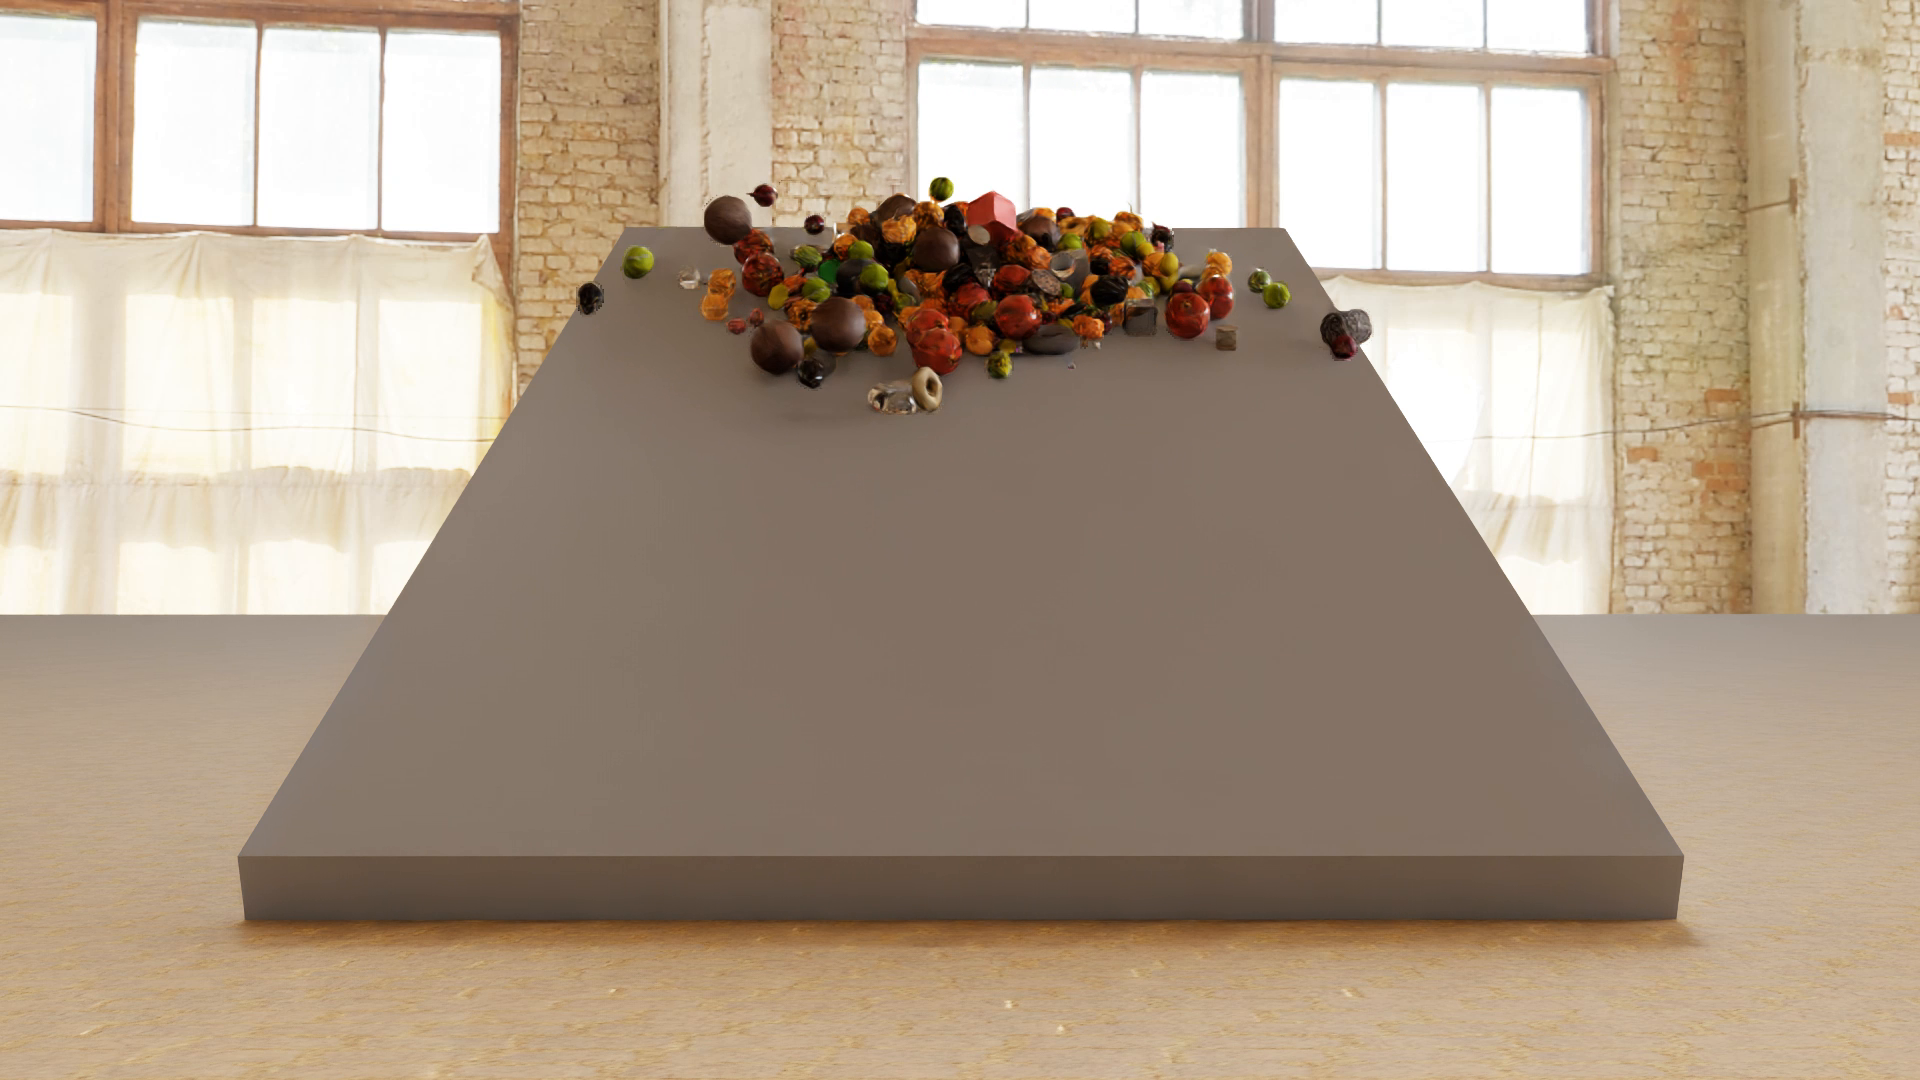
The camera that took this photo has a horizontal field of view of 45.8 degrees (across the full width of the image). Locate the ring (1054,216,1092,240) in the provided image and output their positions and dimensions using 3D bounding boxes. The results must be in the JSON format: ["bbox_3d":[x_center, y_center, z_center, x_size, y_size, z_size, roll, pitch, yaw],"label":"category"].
[{"bbox_3d":[0.323,-0.890,6.488,0.105,0.035,0.105,-8,35,5],"label":"ring"}]

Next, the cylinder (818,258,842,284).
[{"bbox_3d":[-0.356,-0.739,6.239,0.057,0.057,0.057,0,20,14],"label":"cylinder"}]

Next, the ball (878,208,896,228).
[{"bbox_3d":[-0.206,-0.913,6.417,0.056,0.056,0.056,0,-2,0],"label":"ball"}]

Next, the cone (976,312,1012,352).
[{"bbox_3d":[0.085,-0.523,5.605,0.092,0.092,0.092,0,20,0],"label":"cone"}]

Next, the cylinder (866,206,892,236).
[{"bbox_3d":[-0.226,-0.955,6.792,0.078,0.078,0.078,-1,18,27],"label":"cylinder"}]

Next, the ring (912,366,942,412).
[{"bbox_3d":[-0.074,-0.336,5.063,0.034,0.102,0.102,-11,-7,30],"label":"ring"}]

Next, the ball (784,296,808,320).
[{"bbox_3d":[-0.424,-0.599,5.853,0.061,0.061,0.061,0,-2,0],"label":"ball"}]

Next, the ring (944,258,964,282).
[{"bbox_3d":[-0.011,-0.740,6.226,0.025,0.076,0.076,-48,21,-22],"label":"ring"}]

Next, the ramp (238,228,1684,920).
[{"bbox_3d":[-0.005,-0.209,5.031,2.000,0.100,4.000,0,20,0],"label":"ramp"}]

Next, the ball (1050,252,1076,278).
[{"bbox_3d":[0.271,-0.725,5.977,0.070,0.070,0.070,0,-2,0],"label":"ball"}]

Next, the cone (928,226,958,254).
[{"bbox_3d":[-0.063,-0.819,6.146,0.080,0.080,0.080,-1,-6,40],"label":"cone"}]

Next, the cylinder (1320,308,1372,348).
[{"bbox_3d":[0.953,-0.521,5.602,0.088,0.088,0.088,-12,5,-32],"label":"cylinder"}]

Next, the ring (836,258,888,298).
[{"bbox_3d":[-0.255,-0.681,5.904,0.137,0.046,0.137,4,-32,2],"label":"ring"}]

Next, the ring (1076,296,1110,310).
[{"bbox_3d":[0.350,-0.625,5.967,0.087,0.029,0.087,4,13,-1],"label":"ring"}]

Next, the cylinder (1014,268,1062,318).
[{"bbox_3d":[0.200,-0.640,5.873,0.090,0.090,0.090,1,-37,-37],"label":"cylinder"}]

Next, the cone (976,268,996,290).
[{"bbox_3d":[0.066,-0.654,5.732,0.054,0.054,0.054,-7,13,2],"label":"cone"}]

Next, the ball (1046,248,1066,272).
[{"bbox_3d":[0.273,-0.778,6.327,0.071,0.071,0.071,0,-2,0],"label":"ball"}]

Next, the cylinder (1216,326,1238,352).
[{"bbox_3d":[0.656,-0.498,5.596,0.052,0.052,0.052,0,20,0],"label":"cylinder"}]

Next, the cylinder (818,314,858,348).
[{"bbox_3d":[-0.301,-0.518,5.611,0.076,0.076,0.076,8,1,15],"label":"cylinder"}]

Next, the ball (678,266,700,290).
[{"bbox_3d":[-0.732,-0.710,6.152,0.060,0.060,0.060,0,-2,0],"label":"ball"}]

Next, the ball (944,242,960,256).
[{"bbox_3d":[-0.029,-0.803,6.211,0.055,0.055,0.055,0,-2,0],"label":"ball"}]

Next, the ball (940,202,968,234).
[{"bbox_3d":[-0.012,-0.930,6.569,0.095,0.095,0.095,0,-2,0],"label":"ball"}]

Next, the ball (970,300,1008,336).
[{"bbox_3d":[0.074,-0.553,5.683,0.094,0.094,0.094,0,-2,0],"label":"ball"}]

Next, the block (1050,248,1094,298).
[{"bbox_3d":[0.302,-0.718,6.098,0.095,0.095,0.095,-13,21,3],"label":"block"}]

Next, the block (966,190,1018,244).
[{"bbox_3d":[0.087,-0.880,6.198,0.094,0.094,0.094,-22,-30,35],"label":"block"}]

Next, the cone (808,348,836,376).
[{"bbox_3d":[-0.324,-0.415,5.398,0.067,0.067,0.067,0,-6,2],"label":"cone"}]

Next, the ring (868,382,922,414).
[{"bbox_3d":[-0.136,-0.320,5.117,0.145,0.048,0.145,1,20,0],"label":"ring"}]

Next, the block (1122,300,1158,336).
[{"bbox_3d":[0.454,-0.561,5.732,0.076,0.076,0.076,-1,20,-3],"label":"block"}]

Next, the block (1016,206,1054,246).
[{"bbox_3d":[0.221,-0.919,6.650,0.077,0.077,0.077,-25,35,-19],"label":"block"}]

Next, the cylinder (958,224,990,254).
[{"bbox_3d":[0.038,-0.810,6.148,0.065,0.065,0.065,1,-28,-27],"label":"cylinder"}]

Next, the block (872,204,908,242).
[{"bbox_3d":[-0.204,-0.923,6.611,0.069,0.069,0.069,-27,15,22],"label":"block"}]

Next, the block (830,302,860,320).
[{"bbox_3d":[-0.295,-0.568,5.763,0.054,0.054,0.054,-4,22,-40],"label":"block"}]

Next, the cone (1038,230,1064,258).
[{"bbox_3d":[0.244,-0.837,6.537,0.080,0.080,0.080,-2,41,46],"label":"cone"}]

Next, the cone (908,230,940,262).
[{"bbox_3d":[-0.099,-0.804,6.372,0.096,0.096,0.096,0,-25,-2],"label":"cone"}]

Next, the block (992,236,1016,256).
[{"bbox_3d":[0.119,-0.838,6.408,0.052,0.052,0.052,8,-9,40],"label":"block"}]

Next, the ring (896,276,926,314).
[{"bbox_3d":[-0.126,-0.633,5.877,0.037,0.110,0.110,-35,2,-5],"label":"ring"}]

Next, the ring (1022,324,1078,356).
[{"bbox_3d":[0.221,-0.491,5.577,0.139,0.046,0.139,-2,24,1],"label":"ring"}]

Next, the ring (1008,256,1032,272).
[{"bbox_3d":[0.179,-0.771,6.348,0.094,0.031,0.094,13,17,-4],"label":"ring"}]

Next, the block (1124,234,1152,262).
[{"bbox_3d":[0.509,-0.831,6.471,0.058,0.058,0.058,-8,16,23],"label":"block"}]

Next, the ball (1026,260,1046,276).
[{"bbox_3d":[0.210,-0.741,6.247,0.056,0.056,0.056,0,-2,0],"label":"ball"}]

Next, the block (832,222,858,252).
[{"bbox_3d":[-0.331,-0.869,6.515,0.060,0.060,0.060,7,28,-12],"label":"block"}]

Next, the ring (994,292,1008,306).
[{"bbox_3d":[0.099,-0.602,5.845,0.026,0.079,0.079,25,-5,-7],"label":"ring"}]

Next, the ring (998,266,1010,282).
[{"bbox_3d":[0.081,-0.738,6.266,0.111,0.037,0.111,1,20,0],"label":"ring"}]

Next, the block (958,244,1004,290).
[{"bbox_3d":[0.056,-0.737,6.137,0.082,0.082,0.082,-16,-19,-21],"label":"block"}]

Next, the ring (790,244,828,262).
[{"bbox_3d":[-0.431,-0.817,6.477,0.113,0.038,0.113,0,19,0],"label":"ring"}]

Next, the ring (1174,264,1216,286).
[{"bbox_3d":[0.637,-0.717,6.155,0.117,0.039,0.117,-4,-8,-1],"label":"ring"}]
